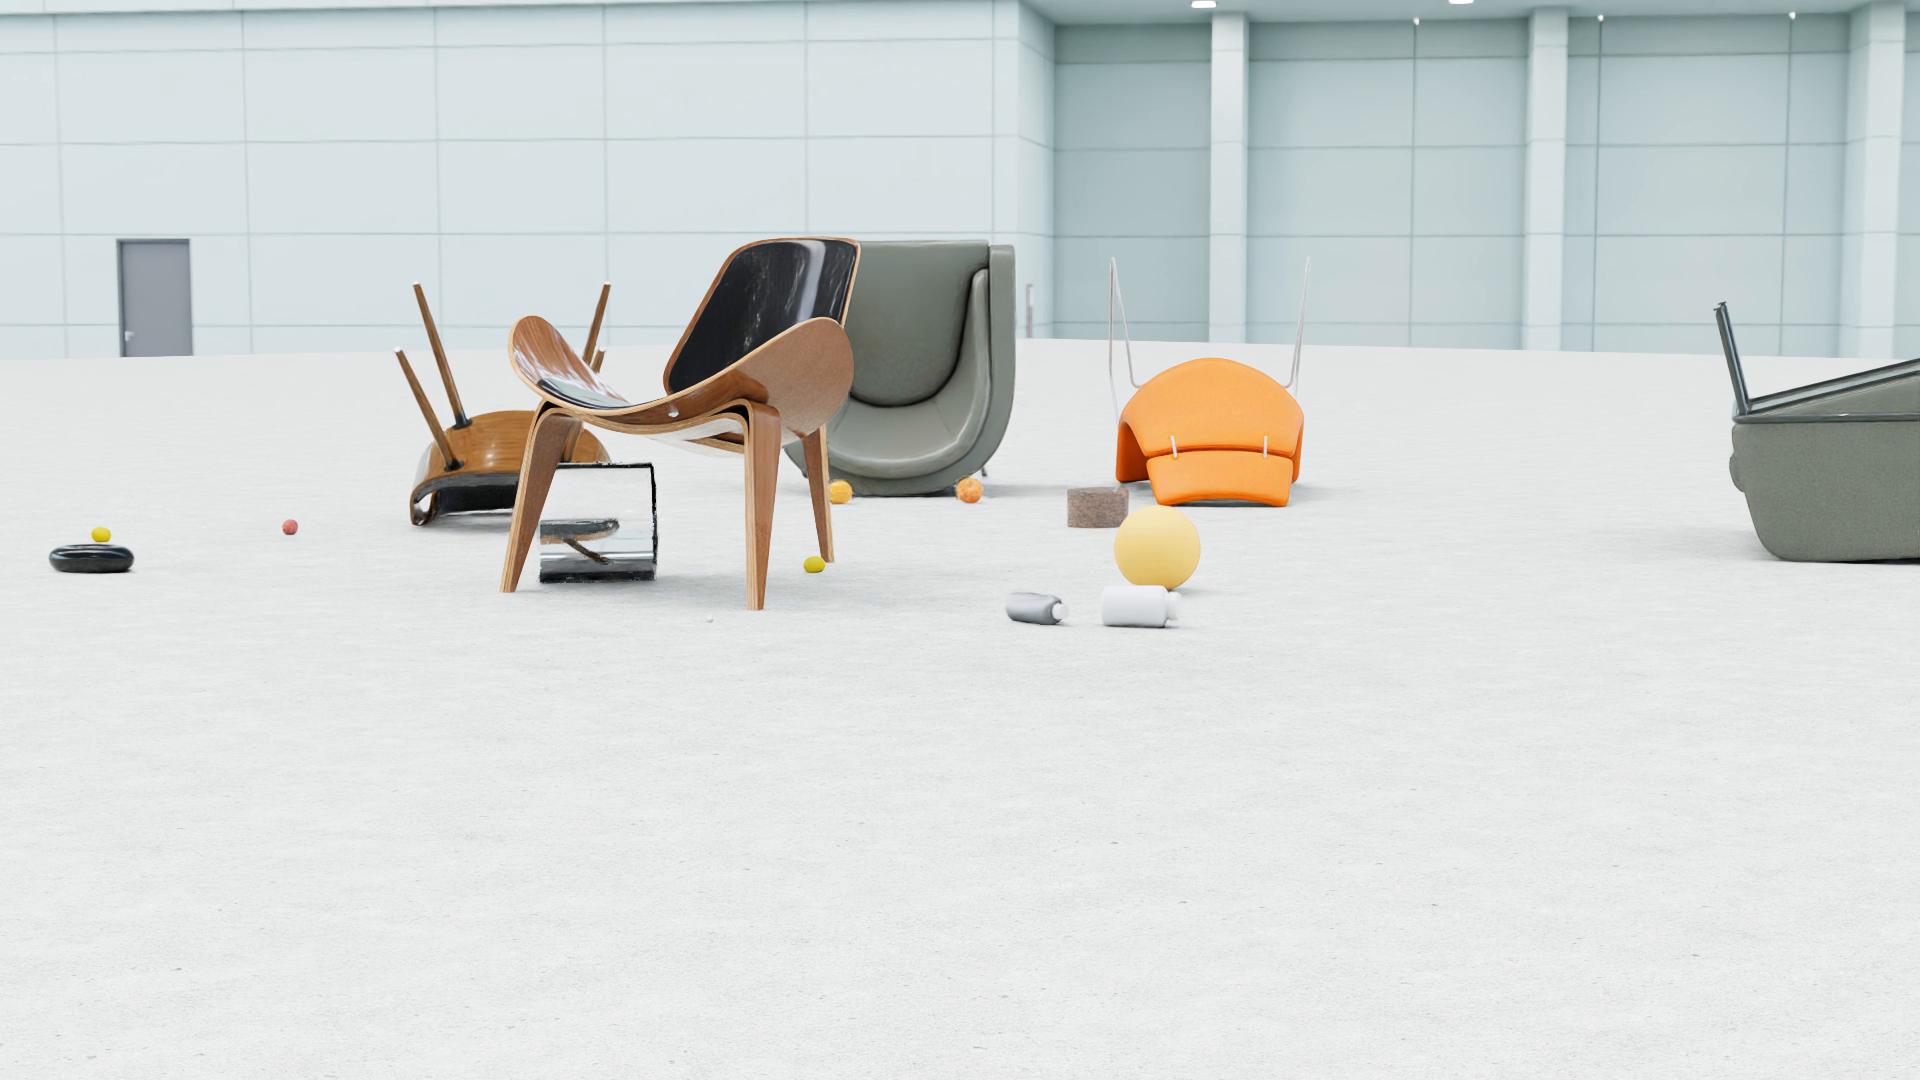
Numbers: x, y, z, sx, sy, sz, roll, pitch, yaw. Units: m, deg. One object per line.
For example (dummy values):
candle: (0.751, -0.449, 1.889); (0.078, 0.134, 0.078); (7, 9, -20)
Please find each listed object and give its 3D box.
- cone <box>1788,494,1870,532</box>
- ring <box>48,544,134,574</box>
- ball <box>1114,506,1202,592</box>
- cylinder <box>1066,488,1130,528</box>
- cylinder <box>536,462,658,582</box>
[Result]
cone: (2.238, -0.047, 6.647); (0.206, 0.096, 0.144); (5, 26, 28)
ring: (-1.943, 0.041, 5.739); (0.217, 0.056, 0.125); (1, 7, 21)
ball: (0.412, 0.018, 5.351); (0.182, 0.182, 0.182); (0, 6, 0)
cylinder: (0.365, -0.086, 6.785); (0.148, 0.094, 0.186); (5, 8, 42)
cylinder: (-0.786, -0.038, 5.539); (0.247, 0.258, 0.206); (-1, -9, -11)
